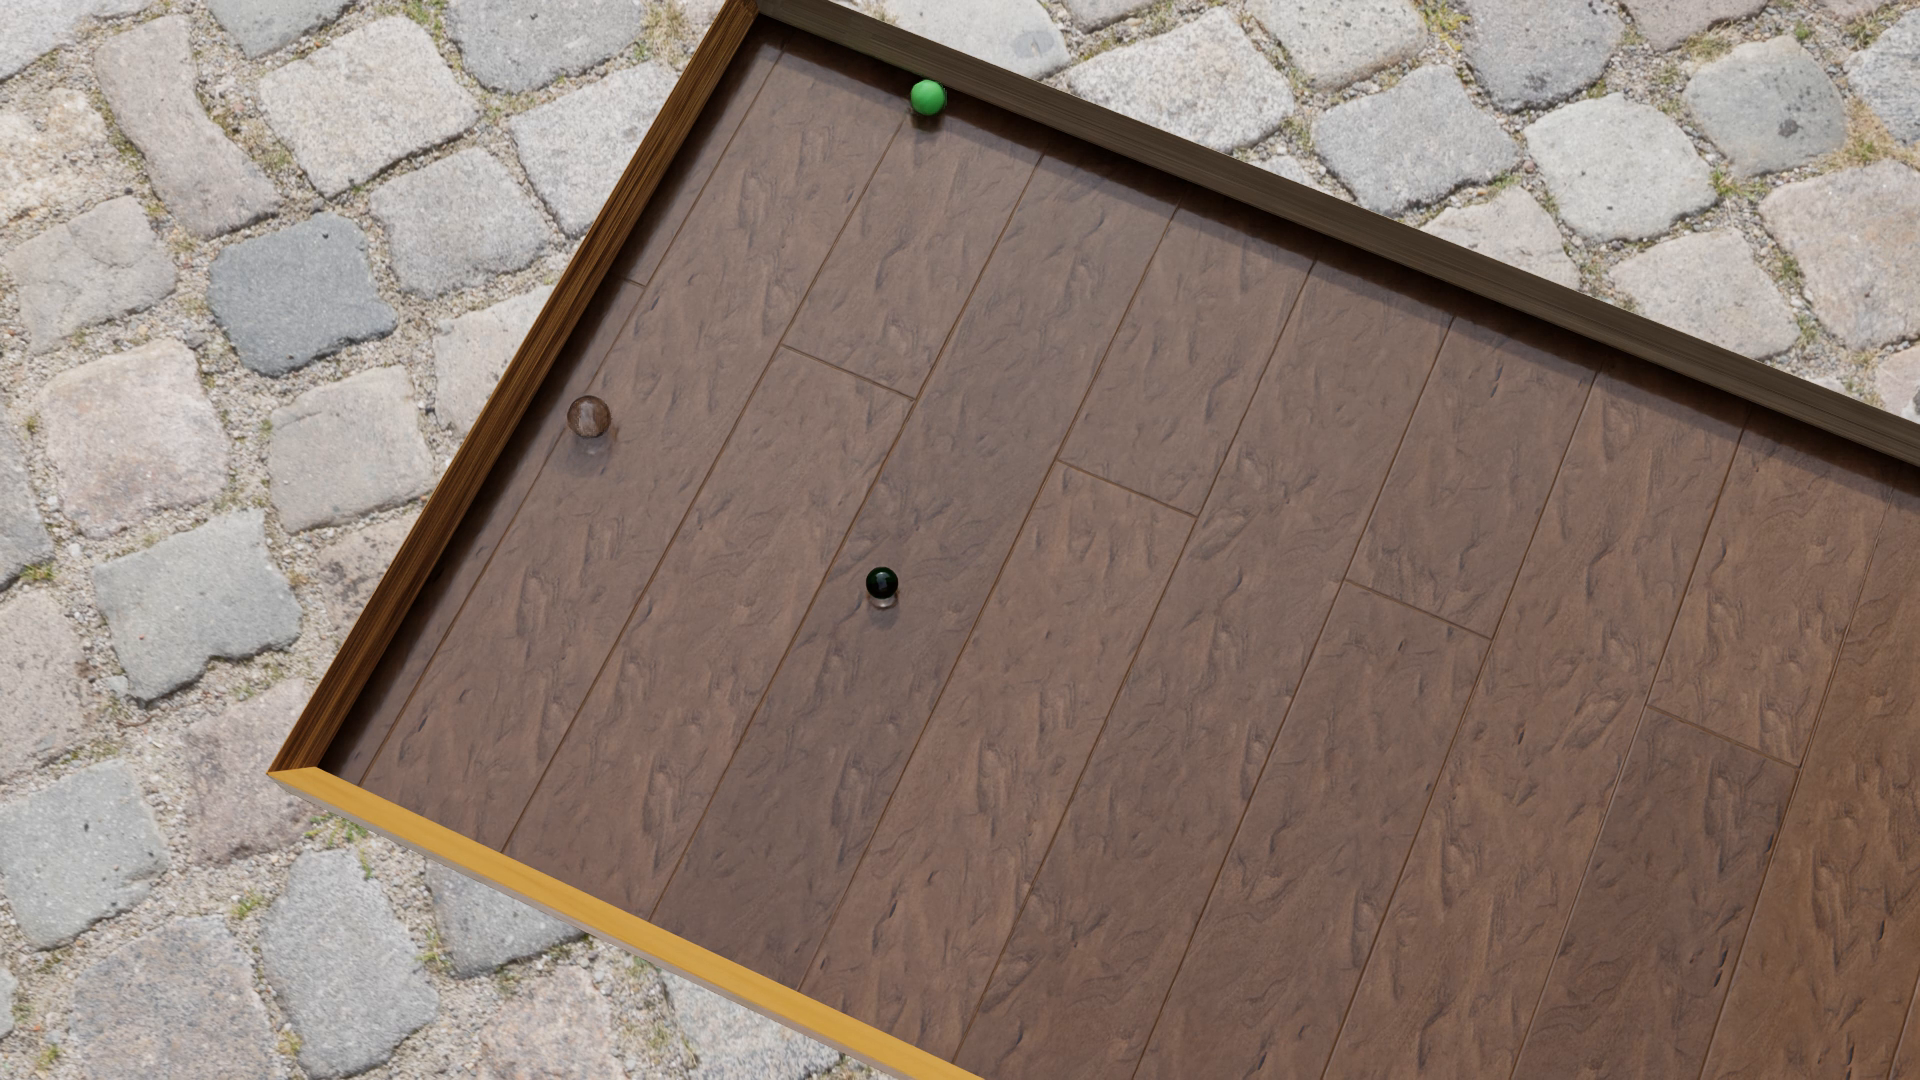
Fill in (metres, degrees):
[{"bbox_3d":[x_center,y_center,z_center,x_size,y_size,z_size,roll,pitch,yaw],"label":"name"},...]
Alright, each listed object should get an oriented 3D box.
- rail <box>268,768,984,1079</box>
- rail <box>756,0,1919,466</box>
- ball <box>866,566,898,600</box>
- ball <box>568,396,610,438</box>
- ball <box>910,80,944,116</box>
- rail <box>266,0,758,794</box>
[{"bbox_3d":[0.383,0.947,3.092,3.103,0.091,0.045,23,70,9],"label":"rail"},{"bbox_3d":[1.027,-0.357,3.612,3.103,0.091,0.045,23,70,9],"label":"rail"},{"bbox_3d":[-0.123,0.067,3.464,0.052,0.052,0.052,0,68,0],"label":"ball"},{"bbox_3d":[-0.601,-0.199,3.561,0.070,0.070,0.070,0,68,0],"label":"ball"},{"bbox_3d":[-0.056,-0.762,3.791,0.060,0.060,0.060,0,68,0],"label":"ball"},{"bbox_3d":[-0.684,-0.297,3.588,0.045,0.091,1.591,23,70,9],"label":"rail"}]
